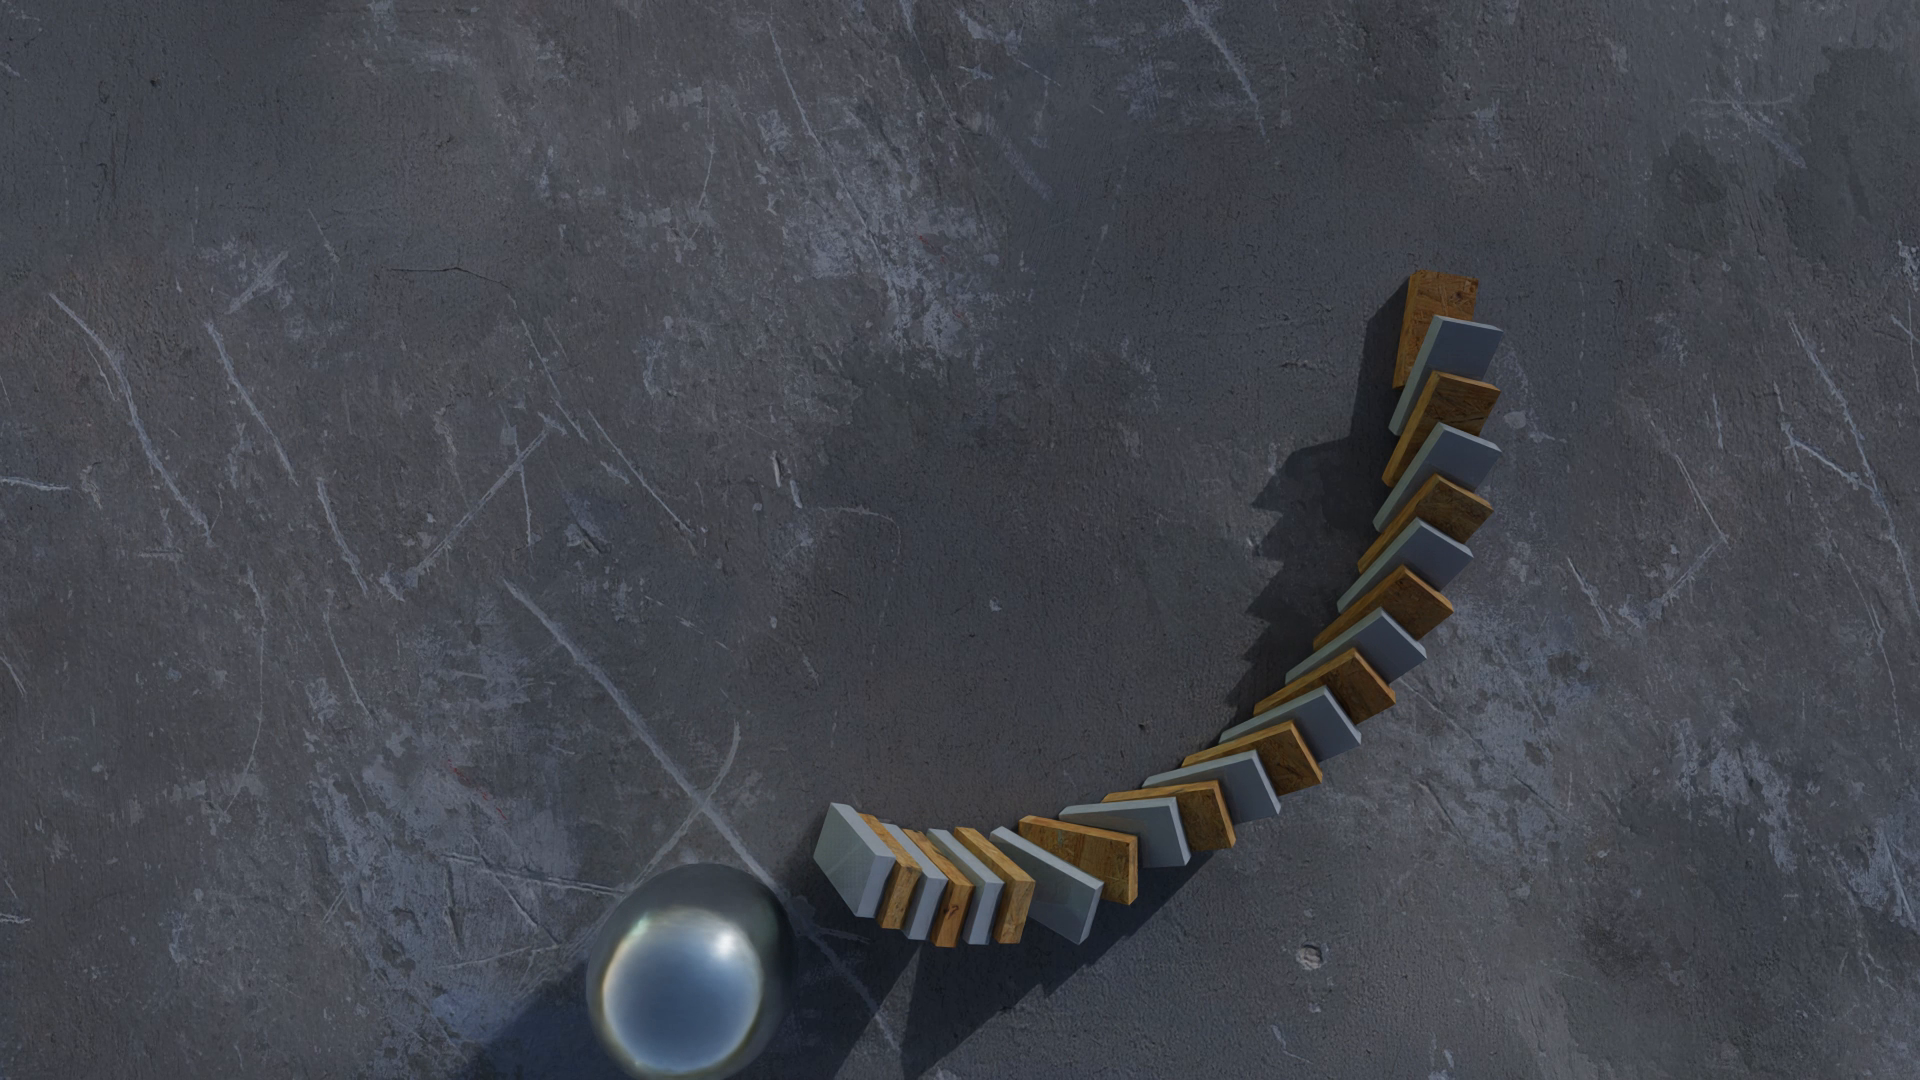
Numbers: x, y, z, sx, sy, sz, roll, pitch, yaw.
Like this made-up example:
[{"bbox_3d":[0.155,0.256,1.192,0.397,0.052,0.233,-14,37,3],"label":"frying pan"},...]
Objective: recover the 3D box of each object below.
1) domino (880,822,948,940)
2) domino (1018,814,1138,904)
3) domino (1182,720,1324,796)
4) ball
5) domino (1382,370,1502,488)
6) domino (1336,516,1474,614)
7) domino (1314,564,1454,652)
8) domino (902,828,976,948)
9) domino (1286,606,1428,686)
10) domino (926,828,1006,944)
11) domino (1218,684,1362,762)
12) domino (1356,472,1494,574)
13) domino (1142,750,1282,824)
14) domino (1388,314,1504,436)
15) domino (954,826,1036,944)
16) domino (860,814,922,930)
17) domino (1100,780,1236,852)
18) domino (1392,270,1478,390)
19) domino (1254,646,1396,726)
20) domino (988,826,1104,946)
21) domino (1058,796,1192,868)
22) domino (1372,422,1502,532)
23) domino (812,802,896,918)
[{"bbox_3d":[-0.024,0.139,0.376,0.009,0.050,0.025,18,90,-29],"label":"domino"},{"bbox_3d":[0.049,0.133,0.383,0.050,0.010,0.025,1,91,32],"label":"domino"},{"bbox_3d":[0.122,0.096,0.383,0.050,0.009,0.025,-29,90,30],"label":"domino"},{"bbox_3d":[-0.104,0.169,0.360,0.080,0.080,0.080,0,90,0],"label":"ball"},{"bbox_3d":[0.201,-0.043,0.384,0.025,0.010,0.050,14,117,0],"label":"domino"},{"bbox_3d":[0.185,0.017,0.384,0.025,0.010,0.050,32,119,0],"label":"domino"},{"bbox_3d":[0.176,0.036,0.384,0.025,0.009,0.050,39,120,0],"label":"domino"},{"bbox_3d":[-0.013,0.142,0.376,0.009,0.050,0.025,18,90,-30],"label":"domino"},{"bbox_3d":[0.165,0.053,0.384,0.025,0.009,0.050,44,120,0],"label":"domino"},{"bbox_3d":[-0.001,0.141,0.376,0.009,0.050,0.025,16,90,-29],"label":"domino"},{"bbox_3d":[0.137,0.083,0.383,0.050,0.010,0.025,-35,90,30],"label":"domino"},{"bbox_3d":[0.194,-0.001,0.384,0.025,0.009,0.050,29,119,0],"label":"domino"},{"bbox_3d":[0.105,0.107,0.383,0.050,0.010,0.025,-25,90,30],"label":"domino"},{"bbox_3d":[0.203,-0.066,0.384,0.025,0.010,0.050,10,117,-1],"label":"domino"},{"bbox_3d":[0.011,0.140,0.376,0.009,0.050,0.025,15,91,-29],"label":"domino"},{"bbox_3d":[-0.034,0.135,0.376,0.010,0.050,0.025,18,90,-29],"label":"domino"},{"bbox_3d":[0.087,0.117,0.383,0.050,0.009,0.025,-17,90,30],"label":"domino"},{"bbox_3d":[0.205,-0.089,0.395,0.025,0.009,0.050,9,90,0],"label":"domino"},{"bbox_3d":[0.152,0.069,0.383,0.050,0.009,0.025,-41,90,30],"label":"domino"},{"bbox_3d":[0.033,0.143,0.381,0.050,0.010,0.025,20,101,30],"label":"domino"},{"bbox_3d":[0.068,0.123,0.383,0.050,0.010,0.025,-15,90,30],"label":"domino"},{"bbox_3d":[0.199,-0.022,0.384,0.025,0.009,0.050,22,119,0],"label":"domino"},{"bbox_3d":[-0.044,0.130,0.376,0.009,0.050,0.025,18,90,-29],"label":"domino"}]
